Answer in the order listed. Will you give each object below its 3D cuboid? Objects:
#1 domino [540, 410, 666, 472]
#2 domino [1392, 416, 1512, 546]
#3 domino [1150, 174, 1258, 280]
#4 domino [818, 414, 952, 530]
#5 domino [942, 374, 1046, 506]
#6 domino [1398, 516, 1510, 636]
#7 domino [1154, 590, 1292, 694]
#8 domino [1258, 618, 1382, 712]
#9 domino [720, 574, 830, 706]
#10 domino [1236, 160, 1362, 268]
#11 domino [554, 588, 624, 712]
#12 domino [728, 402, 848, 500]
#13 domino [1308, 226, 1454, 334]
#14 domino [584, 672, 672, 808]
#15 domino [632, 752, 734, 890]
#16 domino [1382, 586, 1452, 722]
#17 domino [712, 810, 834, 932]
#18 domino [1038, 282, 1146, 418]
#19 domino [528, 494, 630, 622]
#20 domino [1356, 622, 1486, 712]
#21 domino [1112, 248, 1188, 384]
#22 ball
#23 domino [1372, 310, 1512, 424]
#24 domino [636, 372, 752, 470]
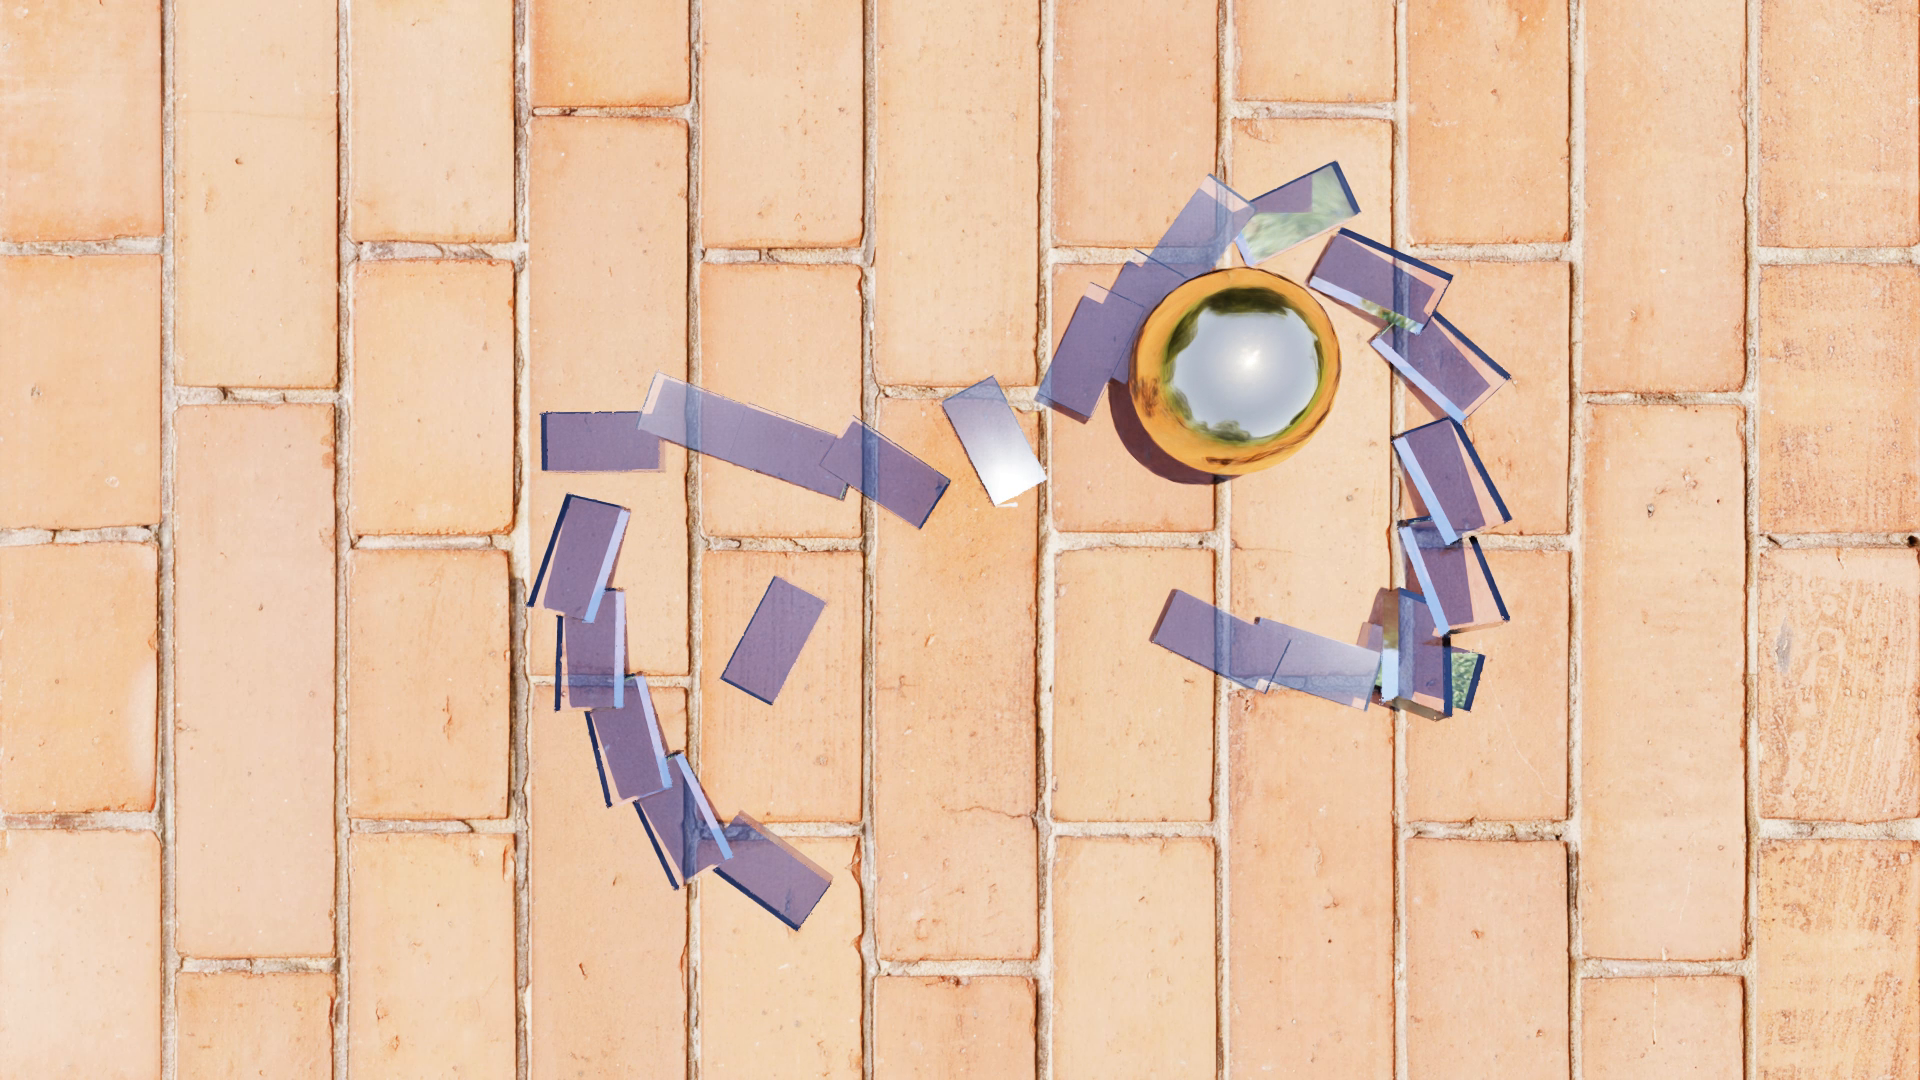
[{"bbox_3d":[-0.154,-0.042,0.395,0.050,0.010,0.025,-1,90,0],"label":"domino"},{"bbox_3d":[0.208,-0.026,0.388,0.025,0.009,0.050,-19,75,-3],"label":"domino"},{"bbox_3d":[0.100,-0.126,0.390,0.025,0.009,0.050,36,103,0],"label":"domino"},{"bbox_3d":[-0.032,-0.029,0.389,0.050,0.010,0.025,33,87,-13],"label":"domino"},{"bbox_3d":[0.015,-0.043,0.395,0.025,0.010,0.050,-27,90,0],"label":"domino"},{"bbox_3d":[0.207,0.014,0.386,0.025,0.009,0.050,-10,66,0],"label":"domino"},{"bbox_3d":[0.111,0.043,0.389,0.050,0.009,0.025,25,92,13],"label":"domino"},{"bbox_3d":[0.150,0.052,0.390,0.050,0.009,0.025,17,90,12],"label":"domino"},{"bbox_3d":[-0.080,0.043,0.395,0.025,0.010,0.050,28,90,0],"label":"domino"},{"bbox_3d":[0.143,-0.140,0.395,0.050,0.009,0.025,-25,90,0],"label":"domino"},{"bbox_3d":[-0.157,0.047,0.389,0.025,0.010,0.050,-5,76,0],"label":"domino"},{"bbox_3d":[-0.070,-0.038,0.390,0.050,0.010,0.025,20,90,-14],"label":"domino"},{"bbox_3d":[0.179,-0.110,0.390,0.050,0.009,0.025,29,86,12],"label":"domino"},{"bbox_3d":[-0.142,0.085,0.389,0.025,0.010,0.050,-20,76,0],"label":"domino"},{"bbox_3d":[-0.120,0.119,0.389,0.025,0.010,0.050,-32,76,0],"label":"domino"},{"bbox_3d":[0.189,0.047,0.379,0.025,0.010,0.050,20,60,-7],"label":"domino"},{"bbox_3d":[-0.083,0.142,0.395,0.050,0.010,0.025,36,90,0],"label":"domino"},{"bbox_3d":[0.055,-0.079,0.385,0.025,0.009,0.050,25,103,1],"label":"domino"},{"bbox_3d":[-0.161,0.008,0.389,0.025,0.010,0.050,13,77,3],"label":"domino"},{"bbox_3d":[0.197,0.054,0.395,0.050,0.010,0.025,16,90,0],"label":"domino"},{"bbox_3d":[0.072,-0.094,0.390,0.025,0.009,0.050,29,103,0],"label":"domino"},{"bbox_3d":[0.107,-0.066,0.360,0.080,0.080,0.080,0,90,0],"label":"ball"},{"bbox_3d":[0.204,-0.077,0.390,0.025,0.010,0.050,-43,78,0],"label":"domino"},{"bbox_3d":[-0.108,-0.050,0.390,0.050,0.009,0.025,20,90,-13],"label":"domino"}]
